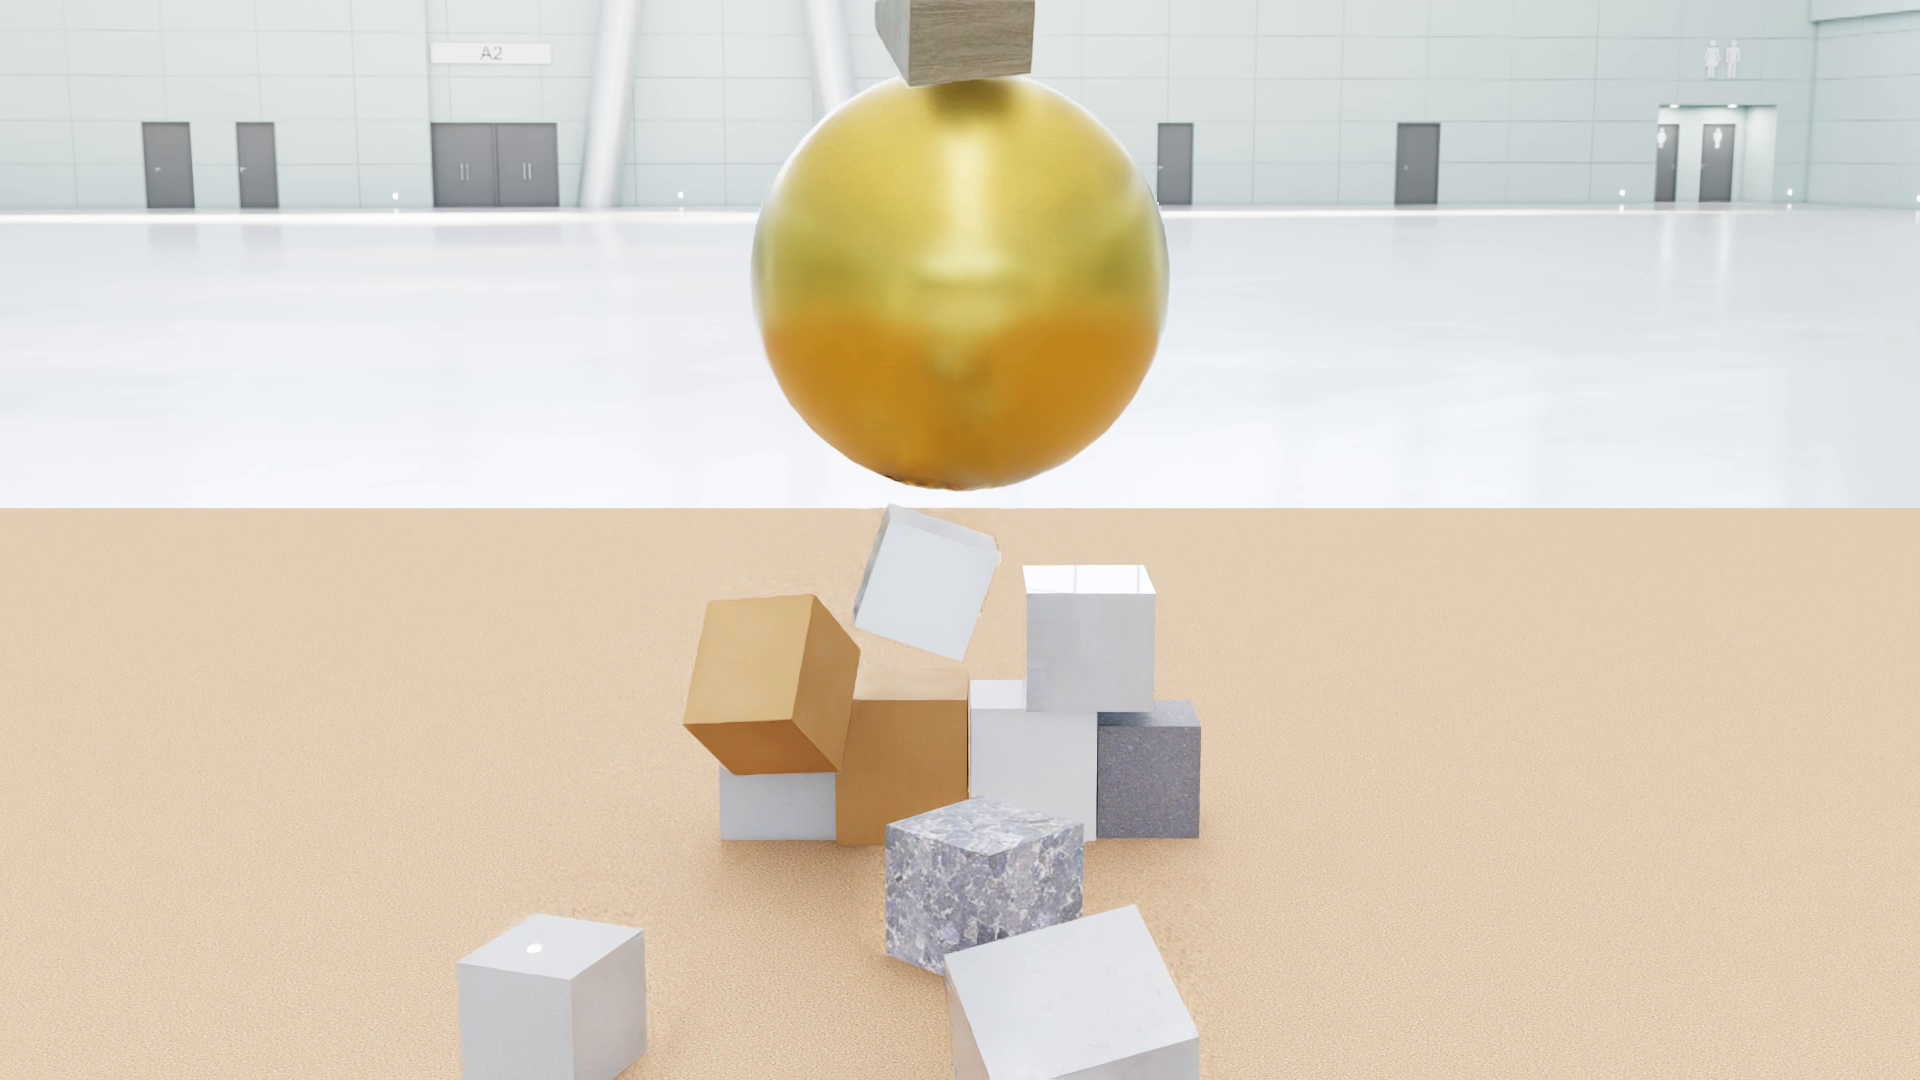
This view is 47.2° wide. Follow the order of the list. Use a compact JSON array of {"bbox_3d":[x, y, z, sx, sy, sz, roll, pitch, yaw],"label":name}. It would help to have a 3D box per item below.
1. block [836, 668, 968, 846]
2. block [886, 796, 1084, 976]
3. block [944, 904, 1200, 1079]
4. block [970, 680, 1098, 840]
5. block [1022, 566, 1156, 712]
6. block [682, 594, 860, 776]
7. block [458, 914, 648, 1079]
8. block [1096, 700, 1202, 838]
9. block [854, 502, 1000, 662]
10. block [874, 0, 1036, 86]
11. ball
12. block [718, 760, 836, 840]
[{"bbox_3d":[-0.290,1.108,11.358,0.661,0.757,0.676,0,10,1],"label":"block"},{"bbox_3d":[0.107,1.519,9.549,0.607,0.594,0.608,10,14,43],"label":"block"},{"bbox_3d":[0.369,1.730,7.292,0.671,0.684,0.587,-13,40,-11],"label":"block"},{"bbox_3d":[0.372,1.134,11.389,0.635,0.694,0.587,0,10,0],"label":"block"},{"bbox_3d":[0.648,0.496,11.270,0.635,0.605,0.722,0,10,0],"label":"block"},{"bbox_3d":[-0.910,0.712,10.739,0.577,0.669,0.580,-4,-32,22],"label":"block"},{"bbox_3d":[-1.540,1.779,8.364,0.481,0.502,0.549,4,11,21],"label":"block"},{"bbox_3d":[0.959,1.183,11.411,0.518,0.589,0.529,0,10,0],"label":"block"},{"bbox_3d":[-0.115,0.131,7.102,0.363,0.363,0.331,18,9,-6],"label":"block"},{"bbox_3d":[-0.021,-2.018,7.943,0.464,0.546,0.474,-9,41,-14],"label":"block"},{"bbox_3d":[0.000,-0.983,8.367,1.600,1.600,1.600,0,10,0],"label":"ball"},{"bbox_3d":[-0.923,1.160,11.408,0.592,0.636,0.586,0,10,0],"label":"block"}]
